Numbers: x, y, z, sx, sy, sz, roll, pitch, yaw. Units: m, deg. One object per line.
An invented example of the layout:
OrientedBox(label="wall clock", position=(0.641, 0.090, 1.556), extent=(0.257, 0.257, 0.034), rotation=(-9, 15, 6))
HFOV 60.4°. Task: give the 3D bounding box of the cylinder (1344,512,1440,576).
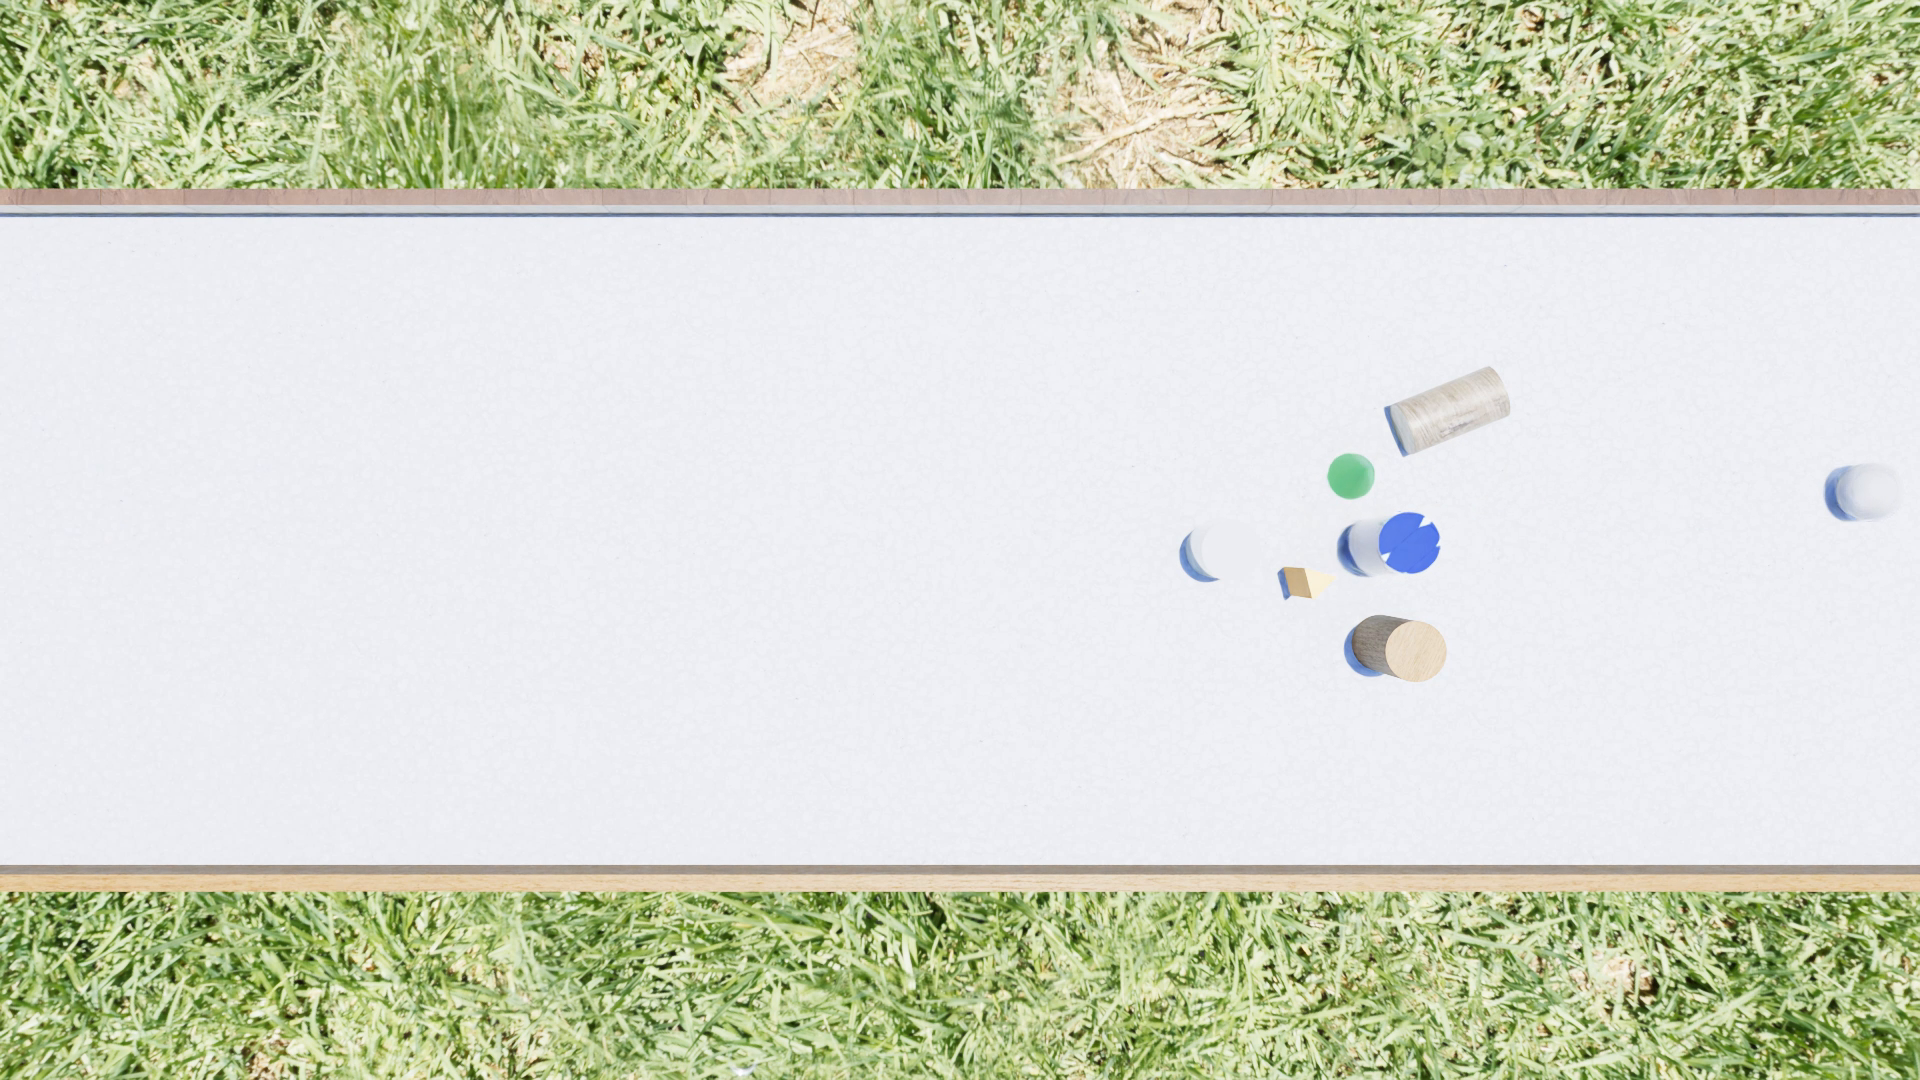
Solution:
OrientedBox(label="cylinder", position=(1.269, 0.014, 4.870), extent=(0.177, 0.407, 0.177), rotation=(0, 88, -1))

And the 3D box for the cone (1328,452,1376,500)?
OrientedBox(label="cone", position=(1.188, -0.201, 4.911), extent=(0.144, 0.318, 0.144), rotation=(0, 89, 5))

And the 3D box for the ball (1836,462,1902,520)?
OrientedBox(label="ball", position=(2.748, -0.147, 4.988), extent=(0.176, 0.176, 0.176), rotation=(0, 90, 0))

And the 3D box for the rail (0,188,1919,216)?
OrientedBox(label="rail", position=(-2.247, -1.025, 5.002), extent=(12.000, 0.150, 0.050), rotation=(0, 90, 0))

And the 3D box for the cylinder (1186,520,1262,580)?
OrientedBox(label="cylinder", position=(0.780, 0.030, 4.909), extent=(0.172, 0.335, 0.172), rotation=(0, 90, 0))

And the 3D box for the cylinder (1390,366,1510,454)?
OrientedBox(label="cylinder", position=(1.483, -0.392, 4.994), extent=(0.309, 0.165, 0.165), rotation=(-22, 90, 0))

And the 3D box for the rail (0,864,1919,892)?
OrientedBox(label="rail", position=(-2.247, 1.025, 5.001), extent=(12.000, 0.150, 0.050), rotation=(0, 90, 0))

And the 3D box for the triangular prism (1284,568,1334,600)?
OrientedBox(label="triangular prism", position=(1.024, 0.111, 4.917), extent=(0.091, 0.319, 0.078), rotation=(-44, 90, 0))

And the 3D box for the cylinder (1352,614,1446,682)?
OrientedBox(label="cylinder", position=(1.292, 0.317, 4.874), extent=(0.174, 0.405, 0.174), rotation=(0, 90, 0))
